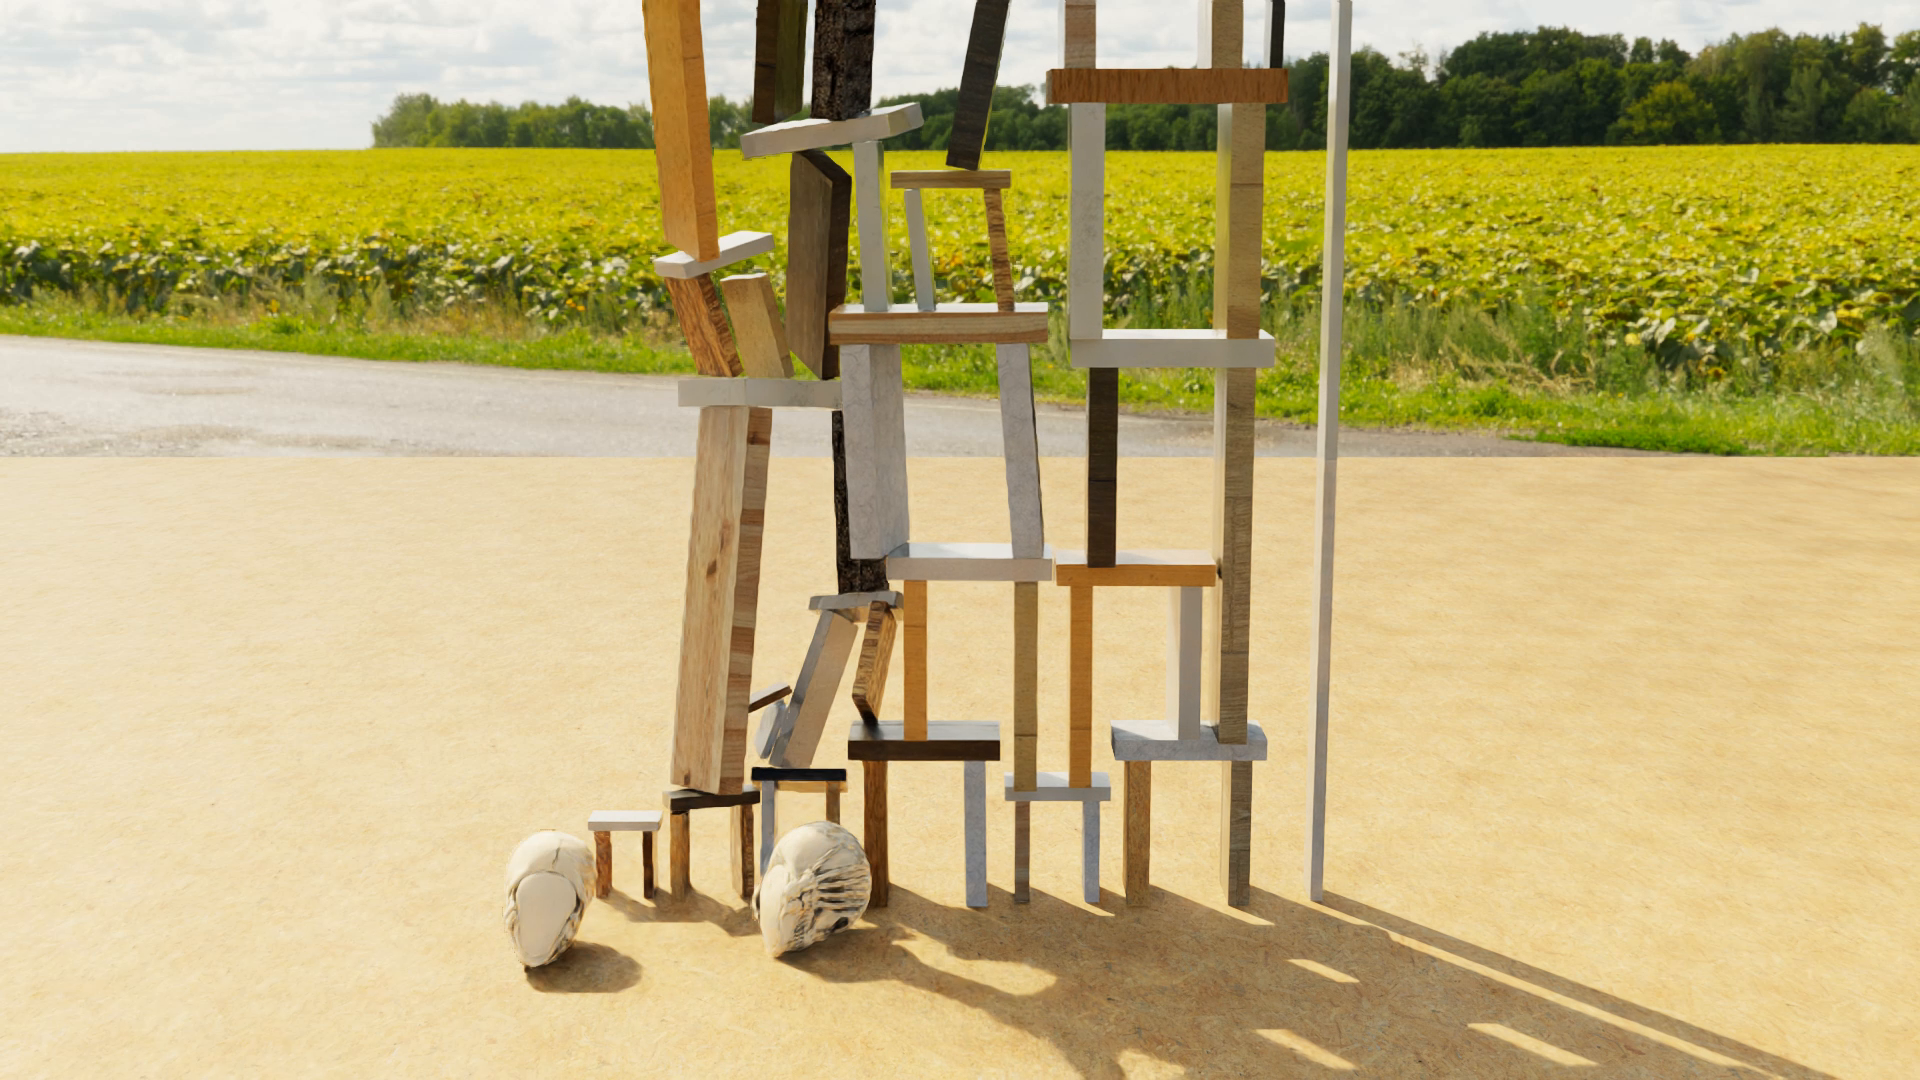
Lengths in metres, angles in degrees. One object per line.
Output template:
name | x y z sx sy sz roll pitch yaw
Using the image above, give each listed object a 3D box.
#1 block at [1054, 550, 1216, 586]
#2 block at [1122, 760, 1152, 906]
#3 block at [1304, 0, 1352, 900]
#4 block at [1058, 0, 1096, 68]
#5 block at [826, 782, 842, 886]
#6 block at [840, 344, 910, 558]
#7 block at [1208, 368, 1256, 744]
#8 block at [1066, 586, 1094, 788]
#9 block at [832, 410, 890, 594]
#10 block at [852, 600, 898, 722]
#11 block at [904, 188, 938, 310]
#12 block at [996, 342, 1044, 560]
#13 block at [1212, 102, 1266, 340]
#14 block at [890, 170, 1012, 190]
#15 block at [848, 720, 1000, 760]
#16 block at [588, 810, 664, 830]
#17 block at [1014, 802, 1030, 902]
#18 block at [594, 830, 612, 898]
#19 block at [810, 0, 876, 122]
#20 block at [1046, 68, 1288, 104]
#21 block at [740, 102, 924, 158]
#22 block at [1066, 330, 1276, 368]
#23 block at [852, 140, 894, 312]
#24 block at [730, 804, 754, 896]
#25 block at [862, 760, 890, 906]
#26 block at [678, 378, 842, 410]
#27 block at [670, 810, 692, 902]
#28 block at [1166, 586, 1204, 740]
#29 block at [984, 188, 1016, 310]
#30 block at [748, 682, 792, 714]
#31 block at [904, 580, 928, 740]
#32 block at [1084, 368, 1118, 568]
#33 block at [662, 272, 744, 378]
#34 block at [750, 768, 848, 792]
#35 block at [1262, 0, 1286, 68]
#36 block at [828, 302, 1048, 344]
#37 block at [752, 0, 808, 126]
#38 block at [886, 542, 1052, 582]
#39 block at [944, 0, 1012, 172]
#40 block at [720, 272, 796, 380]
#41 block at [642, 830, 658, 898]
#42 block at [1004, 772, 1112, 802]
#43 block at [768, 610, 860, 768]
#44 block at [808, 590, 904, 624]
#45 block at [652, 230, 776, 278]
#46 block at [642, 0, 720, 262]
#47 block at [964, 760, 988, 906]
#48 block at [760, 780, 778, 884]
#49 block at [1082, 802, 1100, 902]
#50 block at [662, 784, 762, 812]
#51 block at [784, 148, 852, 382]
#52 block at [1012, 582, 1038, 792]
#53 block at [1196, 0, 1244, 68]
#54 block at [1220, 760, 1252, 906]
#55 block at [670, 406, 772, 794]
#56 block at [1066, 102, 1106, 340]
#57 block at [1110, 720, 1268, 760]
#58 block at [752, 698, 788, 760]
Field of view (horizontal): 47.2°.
block | 0.282 0.045 3.574 0.254 0.036 0.127 0 11 0
block | 0.293 0.468 3.649 0.035 0.247 0.123 0 11 0
block | 0.590 -0.142 3.534 0.021 1.489 0.072 0 11 0
block | 0.180 -0.897 3.385 0.048 0.339 0.170 -1 11 -1
block | -0.212 0.493 3.699 0.023 0.160 0.080 -2 -19 -4
block | -0.136 -0.153 3.548 0.048 0.341 0.171 0 11 15
block | 0.438 0.016 3.556 0.045 0.607 0.159 0 11 0
block | 0.196 0.227 3.615 0.036 0.337 0.127 0 10 1
block | -0.173 -0.058 3.842 0.045 0.318 0.159 -4 -8 14
block | -0.142 0.202 3.673 0.026 0.181 0.090 4 -29 14
block | -0.062 -0.462 3.484 0.027 0.187 0.094 -6 10 4
block | 0.098 -0.154 3.538 0.048 0.341 0.171 -4 10 4
block | 0.438 -0.504 3.461 0.051 0.359 0.180 0 11 0
block | -0.013 -0.568 3.460 0.187 0.027 0.094 0 11 2
block | -0.057 0.330 3.621 0.247 0.035 0.123 0 10 0
block | -0.555 0.466 3.651 0.117 0.017 0.059 0 11 0
block | 0.102 0.505 3.652 0.025 0.174 0.087 0 11 0
block | -0.594 0.532 3.663 0.017 0.117 0.059 0 11 0
block | -0.177 -0.843 3.429 0.050 0.351 0.175 8 19 11
block | 0.317 -0.705 3.422 0.359 0.051 0.180 0 11 -1
block | -0.204 -0.652 3.501 0.261 0.037 0.131 -4 16 24
block | 0.332 -0.305 3.498 0.318 0.045 0.159 0 11 1
block | -0.137 -0.499 3.485 0.037 0.261 0.131 -3 11 3
block | -0.363 0.510 3.666 0.021 0.150 0.075 -2 3 -20
block | -0.139 0.468 3.646 0.035 0.247 0.123 -1 10 0
block | -0.309 -0.247 3.744 0.159 0.045 0.318 2 3 39
block | -0.464 0.516 3.653 0.021 0.150 0.075 0 11 2
block | 0.366 0.187 3.601 0.036 0.254 0.127 -1 11 -4
block | 0.063 -0.463 3.479 0.027 0.187 0.094 -7 10 4
block | -0.338 0.269 3.685 0.105 0.015 0.053 -25 13 -23
block | -0.072 0.183 3.594 0.037 0.264 0.132 0 10 0
block | 0.226 -0.127 3.530 0.045 0.318 0.159 0 11 1
block | -0.419 -0.354 3.597 0.090 0.180 0.025 10 37 44
block | -0.272 0.408 3.733 0.160 0.023 0.080 1 -19 -1
block | 0.487 -0.802 3.405 0.021 0.145 0.072 1 11 -1
block | -0.030 -0.346 3.506 0.341 0.048 0.171 0 11 3
block | -0.282 -0.795 3.472 0.036 0.254 0.127 11 24 14
block | 0.016 0.035 3.566 0.264 0.037 0.132 0 10 1
block | 0.046 -0.796 3.415 0.050 0.435 0.175 11 11 0
block | -0.340 -0.356 3.697 0.090 0.180 0.026 2 24 39
block | -0.516 0.532 3.663 0.017 0.117 0.059 0 11 0
block | 0.160 0.407 3.635 0.174 0.025 0.087 0 11 0
block | -0.250 0.265 3.770 0.026 0.280 0.090 14 -11 30
block | -0.160 0.116 3.769 0.181 0.026 0.090 -5 -20 33
block | -0.401 -0.466 3.589 0.180 0.025 0.090 -25 24 -35
block | -0.439 -0.676 3.442 0.036 0.468 0.127 -19 33 -28
block | 0.025 0.468 3.647 0.035 0.247 0.123 -1 10 0
block | -0.319 0.493 3.700 0.023 0.160 0.080 -2 -19 0
block | 0.217 0.504 3.654 0.025 0.174 0.087 0 11 0
block | -0.412 0.426 3.643 0.150 0.021 0.075 -3 4 -18
block | -0.239 -0.461 3.668 0.037 0.382 0.131 -18 44 -28
block | 0.106 0.225 3.596 0.037 0.347 0.132 0 10 1
block | 0.401 -0.897 3.384 0.048 0.339 0.170 -1 11 -1
block | 0.457 0.468 3.650 0.035 0.247 0.123 0 11 0
block | -0.398 0.097 3.651 0.045 0.634 0.159 6 -2 -37
block | 0.197 -0.503 3.456 0.051 0.359 0.180 0 11 1
block | 0.375 0.330 3.624 0.247 0.035 0.123 0 11 0
block | -0.323 0.315 3.735 0.015 0.105 0.053 11 25 -27
